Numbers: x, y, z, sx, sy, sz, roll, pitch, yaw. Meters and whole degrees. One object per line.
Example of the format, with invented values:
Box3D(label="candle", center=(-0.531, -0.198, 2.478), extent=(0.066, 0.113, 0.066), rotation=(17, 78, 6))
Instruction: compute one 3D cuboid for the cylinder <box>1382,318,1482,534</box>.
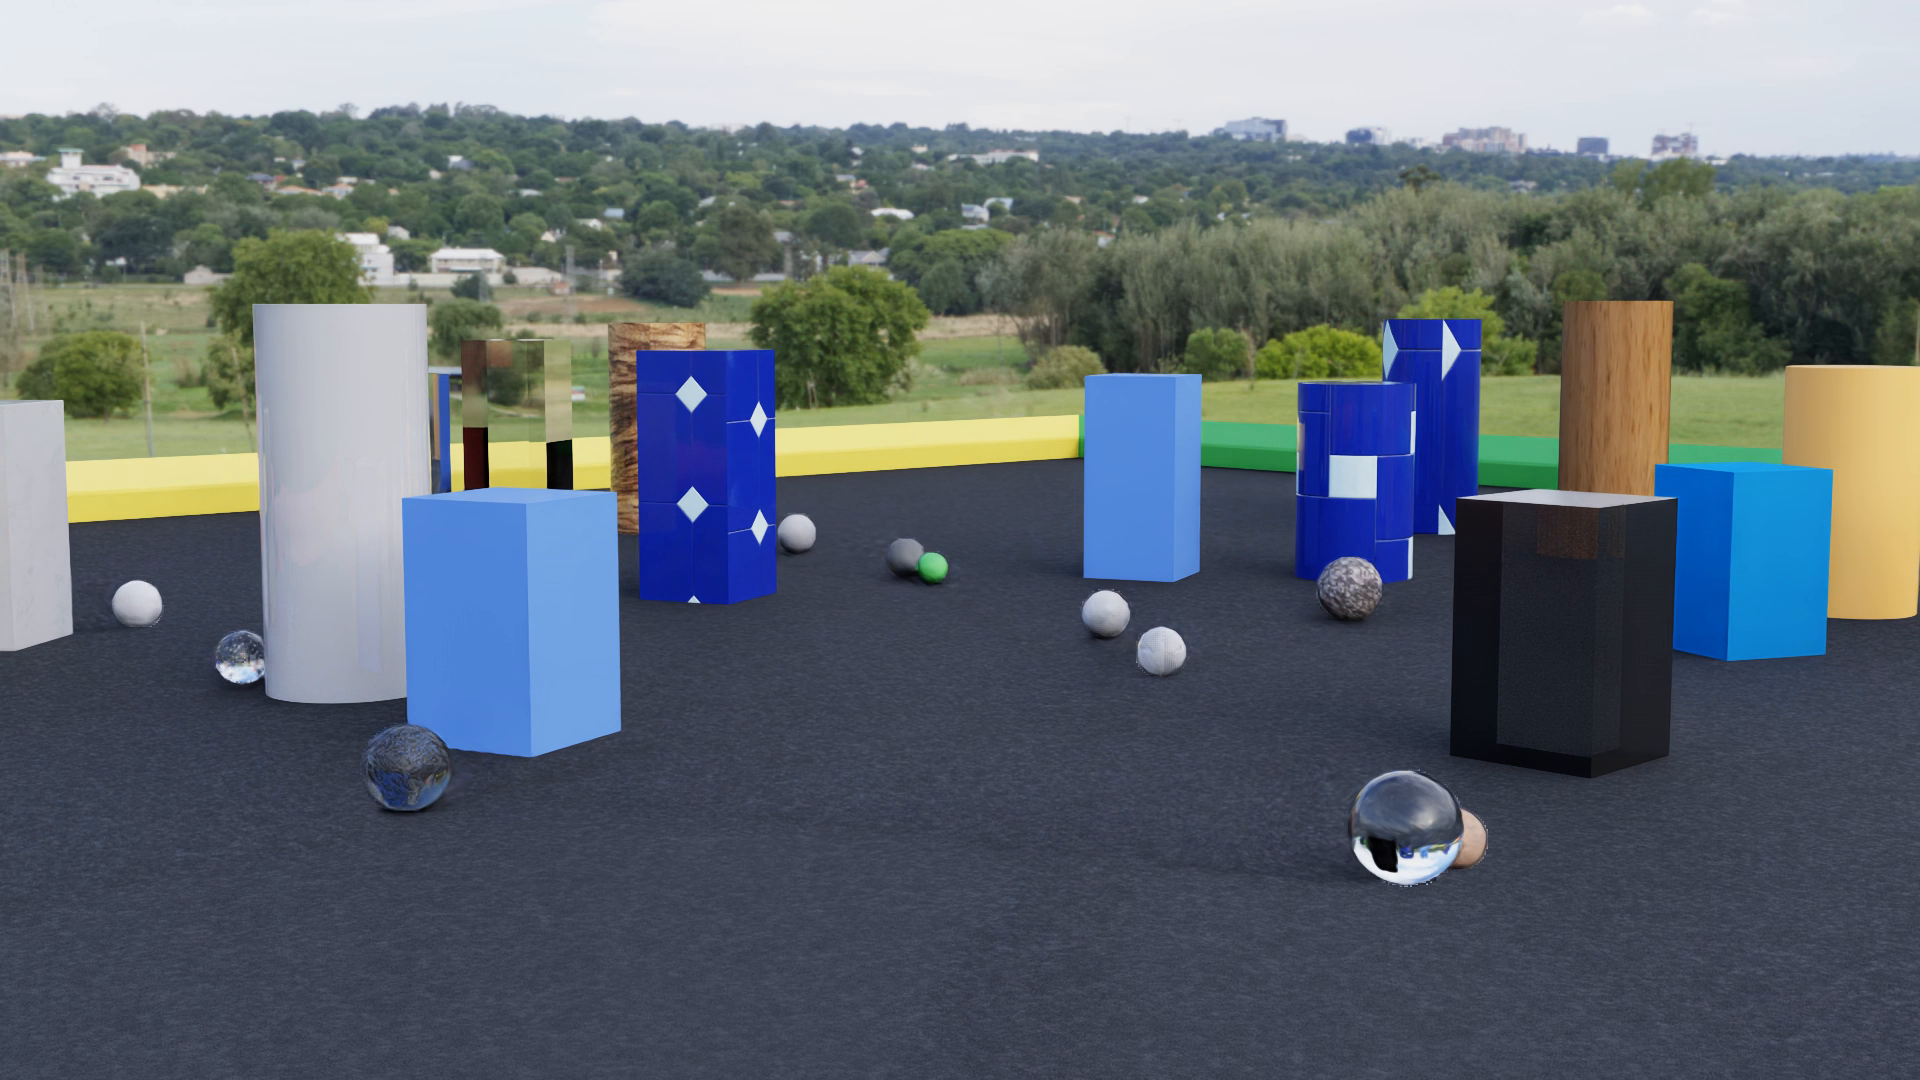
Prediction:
Box3D(label="cylinder", center=(0.949, -0.232, 4.438), extent=(0.194, 0.425, 0.194), rotation=(0, 6, 0))

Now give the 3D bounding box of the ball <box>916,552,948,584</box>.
Box3D(label="ball", center=(-0.045, 0.046, 3.579), extent=(0.051, 0.051, 0.051), rotation=(0, 6, 0))

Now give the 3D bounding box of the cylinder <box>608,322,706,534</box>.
Box3D(label="cylinder", center=(-0.607, -0.228, 4.426), extent=(0.194, 0.418, 0.194), rotation=(0, 6, 0))

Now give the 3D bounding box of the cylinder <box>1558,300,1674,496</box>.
Box3D(label="cylinder", center=(1.203, -0.209, 4.046), extent=(0.194, 0.459, 0.194), rotation=(0, 6, 0))

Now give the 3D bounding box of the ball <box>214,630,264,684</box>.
Box3D(label="ball", center=(-0.855, 0.140, 2.623), extent=(0.063, 0.063, 0.063), rotation=(0, 6, 0))

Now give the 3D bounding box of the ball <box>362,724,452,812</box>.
Box3D(label="ball", center=(-0.492, 0.203, 1.957), extent=(0.077, 0.077, 0.077), rotation=(0, 6, 0))

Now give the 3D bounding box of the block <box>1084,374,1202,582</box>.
Box3D(label="block", center=(0.307, -0.108, 3.686), extent=(0.155, 0.335, 0.155), rotation=(2, 6, 22))

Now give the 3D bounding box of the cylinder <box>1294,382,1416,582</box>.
Box3D(label="cylinder", center=(0.659, -0.100, 3.669), extent=(0.194, 0.323, 0.194), rotation=(0, 6, 0))

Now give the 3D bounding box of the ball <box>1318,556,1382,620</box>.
Box3D(label="ball", center=(0.559, 0.069, 3.156), extent=(0.093, 0.093, 0.093), rotation=(0, 6, 0))

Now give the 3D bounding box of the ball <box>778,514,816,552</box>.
Box3D(label="ball", center=(-0.299, -0.012, 4.036), extent=(0.070, 0.070, 0.070), rotation=(0, 6, 0))

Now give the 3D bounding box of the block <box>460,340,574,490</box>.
Box3D(label="block", center=(-0.888, -0.210, 4.422), extent=(0.155, 0.384, 0.155), rotation=(3, 6, 23))

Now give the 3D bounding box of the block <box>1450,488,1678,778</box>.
Box3D(label="block", center=(0.600, 0.087, 2.189), extent=(0.155, 0.259, 0.155), rotation=(6, 8, 45))

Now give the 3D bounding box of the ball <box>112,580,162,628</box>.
Box3D(label="ball", center=(-1.155, 0.090, 3.086), extent=(0.066, 0.066, 0.066), rotation=(0, 6, 0))

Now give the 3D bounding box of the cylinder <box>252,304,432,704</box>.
Box3D(label="cylinder", center=(-0.716, -0.049, 2.566), extent=(0.194, 0.450, 0.194), rotation=(0, 6, 0))

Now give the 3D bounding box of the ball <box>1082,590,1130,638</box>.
Box3D(label="ball", center=(0.198, 0.101, 2.985), extent=(0.065, 0.065, 0.065), rotation=(0, 6, 0))

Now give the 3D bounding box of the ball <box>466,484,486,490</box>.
Box3D(label="ball", center=(-1.042, -0.086, 4.747), extent=(0.069, 0.069, 0.069), rotation=(0, 6, 0))

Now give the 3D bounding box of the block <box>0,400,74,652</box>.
Box3D(label="block", center=(-1.305, -0.023, 2.941), extent=(0.155, 0.321, 0.155), rotation=(1, 6, 5))

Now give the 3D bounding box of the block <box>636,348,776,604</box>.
Box3D(label="block", center=(-0.391, -0.103, 3.409), extent=(0.155, 0.382, 0.155), rotation=(3, 7, 23))

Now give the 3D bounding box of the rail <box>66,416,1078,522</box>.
Box3D(label="rail", center=(-1.476, -0.134, 4.923), extent=(5.034, 0.126, 0.045), rotation=(-5, 8, -42))

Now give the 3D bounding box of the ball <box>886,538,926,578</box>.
Box3D(label="ball", center=(-0.090, 0.029, 3.668), extent=(0.066, 0.066, 0.066), rotation=(0, 6, 0))

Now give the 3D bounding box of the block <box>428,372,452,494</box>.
Box3D(label="block", center=(-1.076, -0.154, 4.182), extent=(0.155, 0.323, 0.155), rotation=(-5, 8, -40))

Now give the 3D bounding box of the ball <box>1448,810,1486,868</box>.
Box3D(label="ball", center=(0.396, 0.238, 1.757), extent=(0.048, 0.048, 0.048), rotation=(0, 6, 0))

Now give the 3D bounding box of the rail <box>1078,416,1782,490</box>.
Box3D(label="rail", center=(1.832, -0.144, 5.014), extent=(0.045, 0.126, 4.401), rotation=(-5, 8, -42))

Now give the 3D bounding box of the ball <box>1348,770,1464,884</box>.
Box3D(label="ball", center=(0.346, 0.223, 1.709), extent=(0.088, 0.088, 0.088), rotation=(0, 6, 0))

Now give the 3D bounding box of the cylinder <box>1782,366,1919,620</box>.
Box3D(label="cylinder", center=(1.316, -0.075, 3.248), extent=(0.194, 0.360, 0.194), rotation=(0, 6, 0))

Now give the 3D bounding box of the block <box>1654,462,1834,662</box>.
Box3D(label="block", center=(1.021, 0.024, 2.880), extent=(0.155, 0.240, 0.155), rotation=(-2, 6, -20))

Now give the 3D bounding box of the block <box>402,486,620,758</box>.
Box3D(label="block", center=(-0.463, 0.080, 2.283), extent=(0.155, 0.254, 0.155), rotation=(3, 7, 26))

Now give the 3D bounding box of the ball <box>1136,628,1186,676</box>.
Box3D(label="ball", center=(0.245, 0.136, 2.679), extent=(0.060, 0.060, 0.060), rotation=(0, 6, 0))
